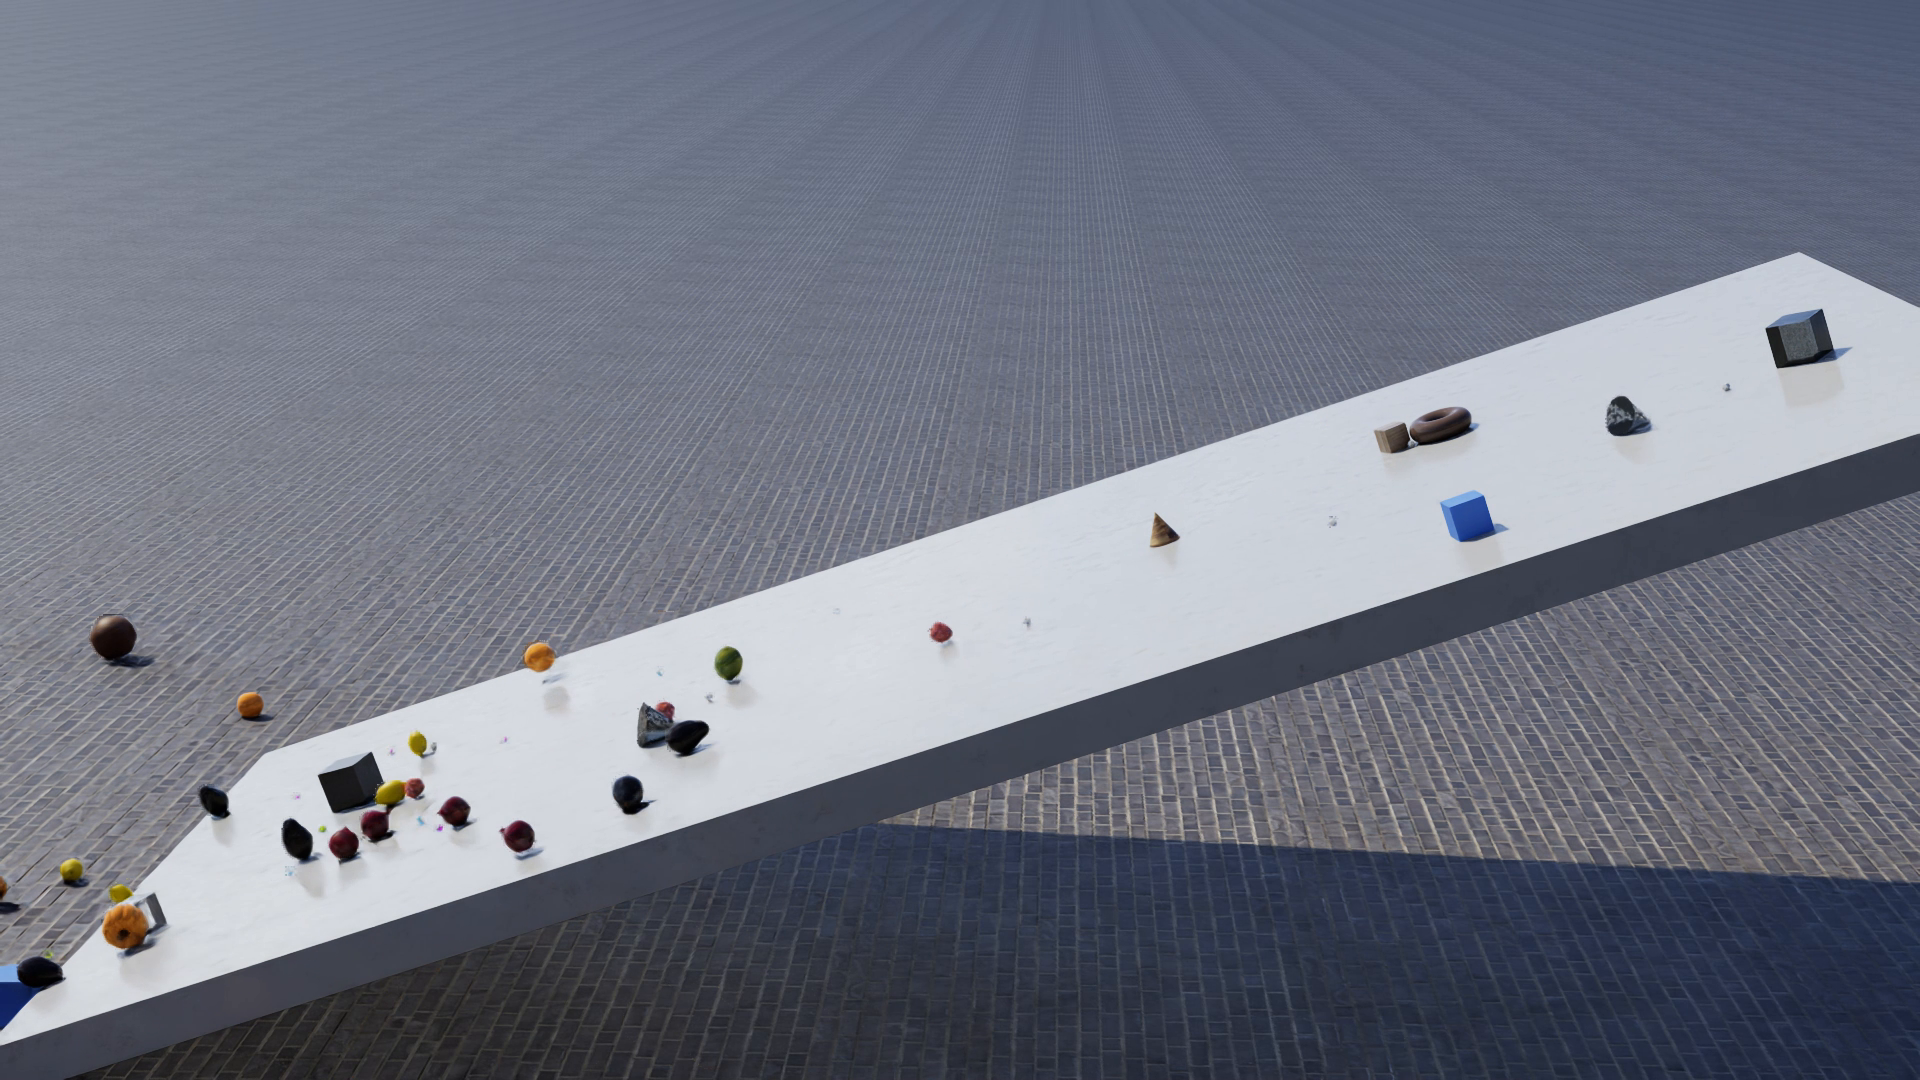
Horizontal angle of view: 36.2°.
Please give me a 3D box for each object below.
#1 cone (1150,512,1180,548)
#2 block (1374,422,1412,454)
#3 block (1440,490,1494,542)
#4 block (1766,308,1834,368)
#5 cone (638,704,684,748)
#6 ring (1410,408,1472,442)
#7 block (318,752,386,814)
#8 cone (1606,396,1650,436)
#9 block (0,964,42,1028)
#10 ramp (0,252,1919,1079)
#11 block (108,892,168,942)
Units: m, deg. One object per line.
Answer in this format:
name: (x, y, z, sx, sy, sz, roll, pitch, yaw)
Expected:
cone: (0.430, -0.029, 6.330, 0.070, 0.070, 0.070, -18, 11, 4)
block: (0.950, -0.225, 6.453, 0.053, 0.053, 0.053, -22, 11, -16)
block: (0.951, -0.045, 5.514, 0.069, 0.069, 0.069, -20, 11, -2)
block: (1.705, -0.409, 5.972, 0.087, 0.087, 0.087, -9, 15, 44)
cone: (-0.617, 0.390, 6.135, 0.093, 0.093, 0.093, 5, 10, -19)
ring: (1.051, -0.252, 6.432, 0.141, 0.047, 0.141, -18, 12, 4)
block: (-1.349, 0.537, 6.529, 0.093, 0.093, 0.093, -15, 11, 20)
cone: (1.353, -0.244, 5.893, 0.082, 0.082, 0.082, 5, 8, -29)
block: (-1.910, 0.920, 5.931, 0.096, 0.096, 0.096, -1, 12, -4)
ramp: (0.107, 0.180, 6.305, 4.000, 0.100, 2.000, -18, 11, 6)
block: (-1.679, 0.769, 6.006, 0.071, 0.071, 0.071, -10, 14, 39)
